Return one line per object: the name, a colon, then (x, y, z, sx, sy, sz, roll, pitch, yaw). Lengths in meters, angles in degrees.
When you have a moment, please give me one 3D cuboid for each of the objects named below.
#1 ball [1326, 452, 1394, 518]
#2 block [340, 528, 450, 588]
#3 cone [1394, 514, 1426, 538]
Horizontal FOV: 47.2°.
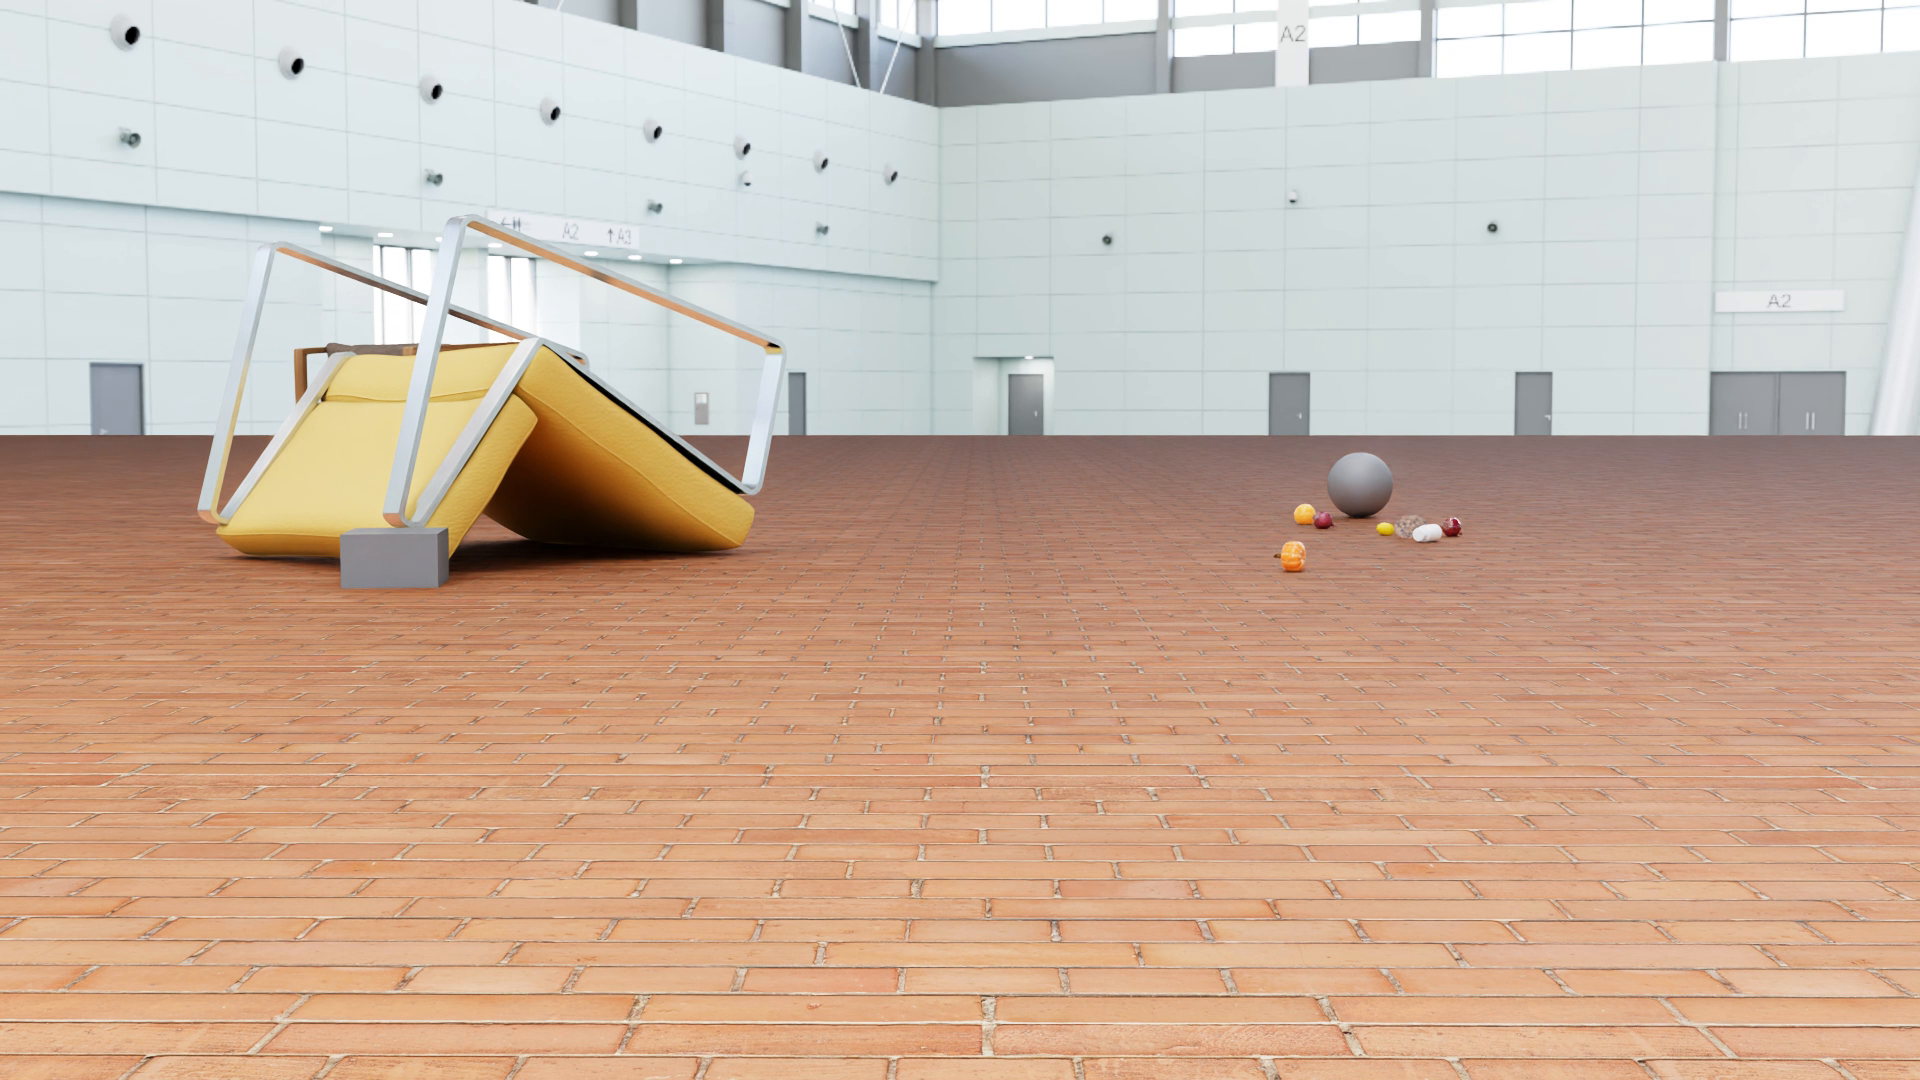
ball: (1.399, -0.193, 7.688, 0.228, 0.228, 0.228, 0, 4, 0)
block: (-1.302, 0.040, 5.075, 0.214, 0.122, 0.241, -1, 4, -7)
cone: (1.385, -0.026, 6.662, 0.110, 0.076, 0.091, 2, -18, 41)
